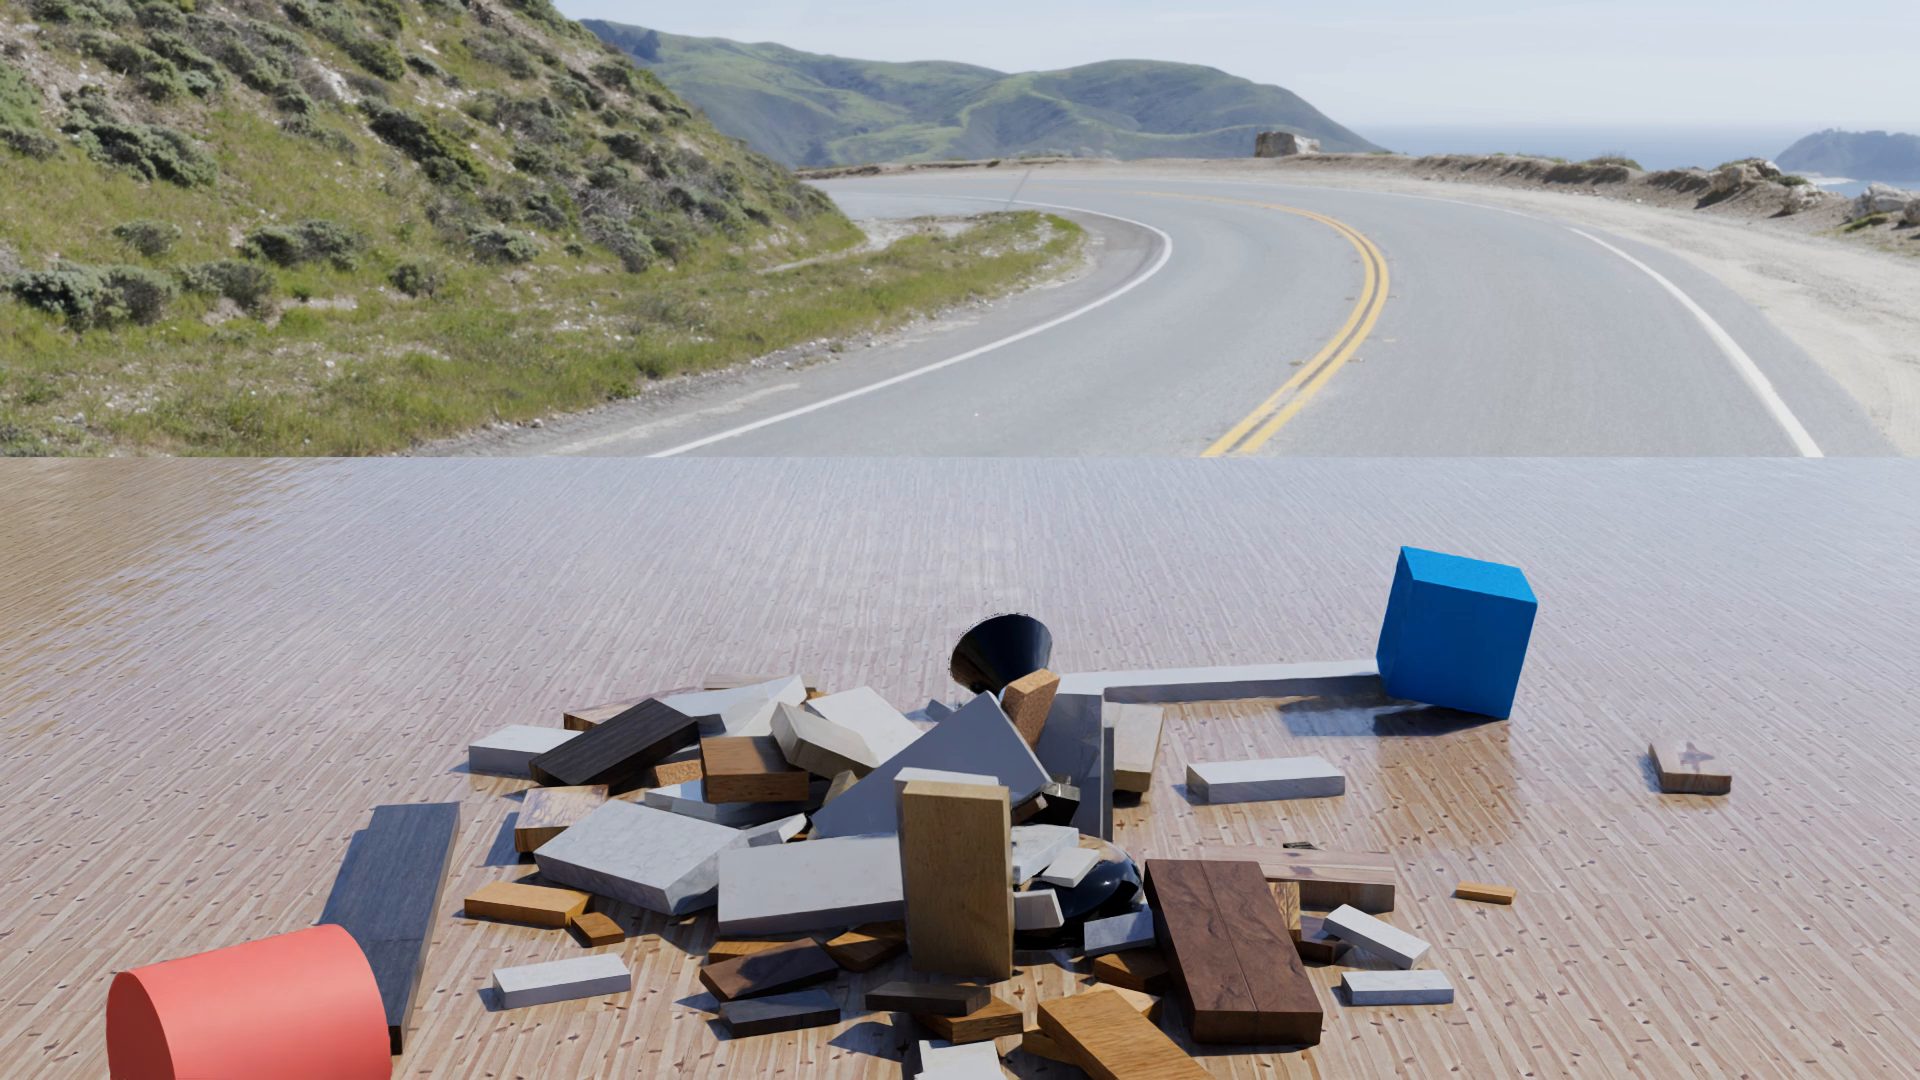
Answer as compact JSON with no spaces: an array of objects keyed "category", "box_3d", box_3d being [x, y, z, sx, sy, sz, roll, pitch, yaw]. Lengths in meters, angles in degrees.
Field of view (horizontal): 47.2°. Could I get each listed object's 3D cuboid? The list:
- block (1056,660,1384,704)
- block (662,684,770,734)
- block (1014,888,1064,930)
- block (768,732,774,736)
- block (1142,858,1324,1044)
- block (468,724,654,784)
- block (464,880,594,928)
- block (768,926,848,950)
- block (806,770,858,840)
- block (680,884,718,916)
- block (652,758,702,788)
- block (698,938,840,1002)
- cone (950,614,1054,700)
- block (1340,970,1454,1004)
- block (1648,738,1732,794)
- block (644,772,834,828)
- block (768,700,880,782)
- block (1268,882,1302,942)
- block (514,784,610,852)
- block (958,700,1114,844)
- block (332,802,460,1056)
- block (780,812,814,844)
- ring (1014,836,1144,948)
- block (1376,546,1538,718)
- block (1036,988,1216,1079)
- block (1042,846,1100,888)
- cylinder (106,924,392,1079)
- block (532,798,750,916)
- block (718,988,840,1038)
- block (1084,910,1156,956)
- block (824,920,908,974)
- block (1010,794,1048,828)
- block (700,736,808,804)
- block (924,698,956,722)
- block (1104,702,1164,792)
[{"category":"block","box_3d":[0.695,0.320,5.015,1.033,0.039,0.139,-2,11,-10]},{"category":"block","box_3d":[-0.529,0.349,4.436,0.274,0.039,0.137,-9,16,39]},{"category":"block","box_3d":[0.051,0.574,3.375,0.216,0.056,0.016,-10,17,25]},{"category":"block","box_3d":[-0.347,0.387,4.574,0.139,0.039,0.277,-8,2,43]},{"category":"block","box_3d":[0.396,0.602,3.261,0.180,0.051,0.454,2,19,-5]},{"category":"block","box_3d":[-0.793,0.428,4.408,0.336,0.048,0.168,4,11,19]},{"category":"block","box_3d":[-0.701,0.593,3.582,0.186,0.026,0.093,4,11,20]},{"category":"block","box_3d":[-0.238,0.616,3.434,0.113,0.016,0.056,2,29,15]},{"category":"block","box_3d":[-0.202,0.493,3.744,0.030,0.104,0.209,-16,22,20]},{"category":"block","box_3d":[-0.441,0.569,3.650,0.083,0.023,0.166,-16,17,-13]},{"category":"block","box_3d":[-0.510,0.457,4.190,0.144,0.072,0.020,-7,-22,-33]},{"category":"block","box_3d":[-0.282,0.642,3.262,0.196,0.022,0.079,-8,32,-38]},{"category":"cone","box_3d":[0.124,0.329,4.782,0.237,0.237,0.237,-3,38,-16]},{"category":"block","box_3d":[0.644,0.659,3.241,0.149,0.021,0.075,-1,11,-3]},{"category":"block","box_3d":[1.443,0.445,4.352,0.126,0.036,0.251,2,11,11]},{"category":"block","box_3d":[-0.367,0.462,4.006,0.175,0.050,0.398,5,7,39]},{"category":"block","box_3d":[-0.248,0.379,4.027,0.168,0.048,0.367,23,2,-12]},{"category":"block","box_3d":[0.495,0.582,3.442,0.075,0.021,0.149,-2,19,8]},{"category":"block","box_3d":[-0.717,0.501,3.977,0.148,0.042,0.297,-2,7,-6]},{"category":"block","box_3d":[0.134,0.423,3.944,0.229,0.229,0.229,-2,11,-12]},{"category":"block","box_3d":[-0.916,0.596,3.519,0.149,0.042,1.036,-2,11,-8]},{"category":"block","box_3d":[-0.287,0.540,3.744,0.117,0.033,0.451,6,8,7]},{"category":"ring","box_3d":[0.127,0.559,3.528,0.336,0.112,0.336,-2,11,0]},{"category":"block","box_3d":[1.091,0.200,4.855,0.268,0.268,0.268,11,16,3]},{"category":"block","box_3d":[0.258,0.705,2.855,0.118,0.033,0.466,-5,16,-24]},{"category":"block","box_3d":[0.173,0.511,3.436,0.054,0.015,0.108,3,18,26]},{"category":"cylinder","box_3d":[-0.883,0.633,2.727,0.260,0.260,0.260,-8,13,-38]},{"category":"block","box_3d":[-0.532,0.525,3.670,0.359,0.051,0.180,5,30,44]},{"category":"block","box_3d":[-0.258,0.676,3.143,0.158,0.022,0.079,-4,11,-20]},{"category":"block","box_3d":[0.243,0.598,3.347,0.108,0.015,0.054,-13,39,12]},{"category":"block","box_3d":[-0.138,0.623,3.390,0.071,0.020,0.141,21,21,31]},{"category":"block","box_3d":[0.069,0.451,3.485,0.141,0.020,0.071,-32,-7,10]},{"category":"block","box_3d":[-0.377,0.413,3.989,0.175,0.050,0.351,-1,6,-9]},{"category":"block","box_3d":[0.034,0.392,4.481,0.126,0.036,0.251,28,-2,-26]},{"category":"block","box_3d":[0.328,0.411,4.429,0.137,0.039,0.563,6,9,7]}]
